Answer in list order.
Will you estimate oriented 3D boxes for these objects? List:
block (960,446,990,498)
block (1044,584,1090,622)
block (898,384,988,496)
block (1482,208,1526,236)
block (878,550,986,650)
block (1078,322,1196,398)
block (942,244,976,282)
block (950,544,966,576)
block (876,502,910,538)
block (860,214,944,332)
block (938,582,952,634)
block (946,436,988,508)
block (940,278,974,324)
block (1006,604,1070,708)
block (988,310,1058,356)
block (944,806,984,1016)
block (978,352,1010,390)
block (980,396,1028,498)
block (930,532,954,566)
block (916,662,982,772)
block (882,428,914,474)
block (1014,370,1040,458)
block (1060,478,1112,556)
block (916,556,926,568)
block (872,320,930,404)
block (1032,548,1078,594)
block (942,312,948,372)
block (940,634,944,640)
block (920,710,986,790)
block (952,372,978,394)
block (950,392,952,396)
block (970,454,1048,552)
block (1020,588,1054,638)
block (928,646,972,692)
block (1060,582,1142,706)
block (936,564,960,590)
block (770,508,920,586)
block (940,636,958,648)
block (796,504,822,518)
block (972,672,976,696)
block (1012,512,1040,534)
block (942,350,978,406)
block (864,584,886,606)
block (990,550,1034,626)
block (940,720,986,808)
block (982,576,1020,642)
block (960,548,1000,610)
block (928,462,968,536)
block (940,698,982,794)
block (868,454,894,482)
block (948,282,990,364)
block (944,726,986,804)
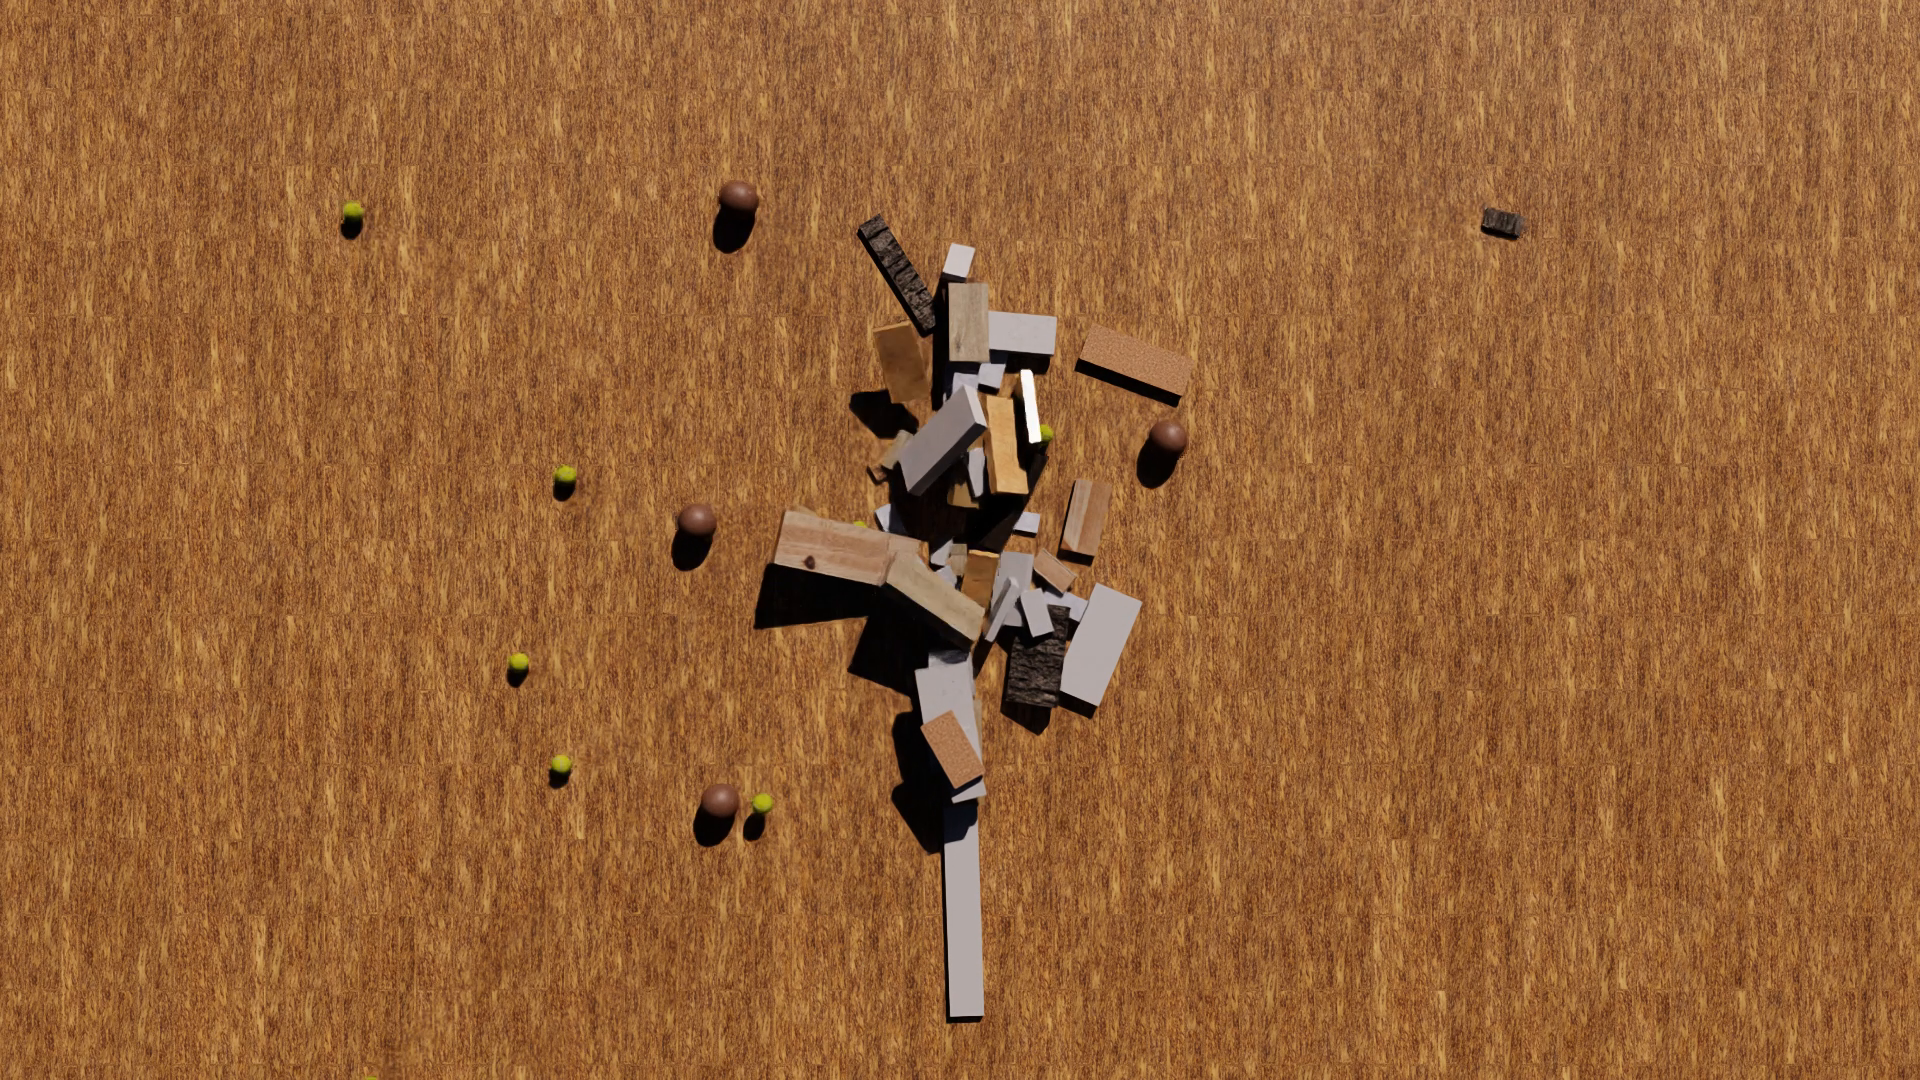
[{"bbox_3d":[0.055,-0.221,5.352,0.073,0.021,0.147,-28,115,-28],"label":"block"},{"bbox_3d":[0.347,0.208,5.466,0.149,0.021,0.074,25,90,19],"label":"block"},{"bbox_3d":[-0.060,-0.319,5.303,0.050,0.176,0.352,21,128,-36],"label":"block"},{"bbox_3d":[1.810,-1.059,5.491,0.130,0.018,0.065,15,90,0],"label":"block"},{"bbox_3d":[-0.089,0.194,5.326,0.352,0.176,0.050,35,126,-11],"label":"block"},{"bbox_3d":[0.588,-0.599,5.482,0.365,0.036,0.127,20,90,0],"label":"block"},{"bbox_3d":[-0.005,-0.913,5.436,0.081,0.023,0.162,14,47,1],"label":"block"},{"bbox_3d":[-0.007,0.067,5.492,0.055,0.016,0.110,2,90,0],"label":"block"},{"bbox_3d":[-0.225,-0.051,5.490,0.068,0.019,0.136,-24,90,0],"label":"block"},{"bbox_3d":[-0.191,-0.889,5.489,0.081,0.023,0.414,-32,90,0],"label":"block"},{"bbox_3d":[-0.038,0.250,5.454,0.101,0.029,0.203,-22,106,4],"label":"block"},{"bbox_3d":[0.033,-0.226,5.369,0.118,0.034,0.237,6,97,-36],"label":"block"},{"bbox_3d":[0.008,-0.747,5.426,0.110,0.031,0.221,-9,85,-4],"label":"block"},{"bbox_3d":[0.258,0.376,5.450,0.167,0.047,0.333,7,90,20],"label":"block"},{"bbox_3d":[0.189,-0.684,5.462,0.254,0.036,0.127,5,84,-1],"label":"block"},{"bbox_3d":[0.011,1.192,5.484,0.113,0.032,0.774,-2,90,0],"label":"block"},{"bbox_3d":[0.113,-0.591,5.489,0.081,0.023,0.162,15,90,0],"label":"block"},{"bbox_3d":[0.143,-0.304,5.371,0.130,0.037,0.324,4,73,-38],"label":"block"},{"bbox_3d":[-0.059,0.029,5.481,0.055,0.016,0.110,16,90,26],"label":"block"},{"bbox_3d":[-0.036,0.573,5.340,0.167,0.047,0.333,-9,95,1],"label":"block"},{"bbox_3d":[-0.198,-0.294,5.472,0.068,0.019,0.136,27,90,0],"label":"block"},{"bbox_3d":[0.220,-0.410,5.392,0.037,0.130,0.259,-3,69,-9],"label":"block"},{"bbox_3d":[0.418,-0.076,5.483,0.120,0.034,0.240,13,90,0],"label":"block"},{"bbox_3d":[-0.154,0.088,5.489,0.068,0.019,0.136,-35,90,3],"label":"block"},{"bbox_3d":[-0.189,-0.575,5.350,0.127,0.036,0.254,-12,115,6],"label":"block"},{"bbox_3d":[0.310,0.103,5.469,0.149,0.021,0.074,40,90,16],"label":"block"},{"bbox_3d":[0.002,-0.663,5.471,0.110,0.031,0.221,2,96,-3],"label":"block"},{"bbox_3d":[-0.018,0.336,5.452,0.088,0.025,0.176,-7,110,-1],"label":"block"},{"bbox_3d":[-0.022,0.669,5.276,0.113,0.032,0.226,-29,94,2],"label":"block"},{"bbox_3d":[0.013,-0.463,5.409,0.082,0.023,0.164,6,95,1],"label":"block"},{"bbox_3d":[0.006,-0.408,5.456,0.082,0.023,0.164,4,108,0],"label":"block"},{"bbox_3d":[0.161,-0.137,5.442,0.120,0.034,0.346,26,88,44],"label":"block"},{"bbox_3d":[0.251,0.236,5.397,0.074,0.021,0.148,-17,94,3],"label":"block"},{"bbox_3d":[-0.029,0.489,5.402,0.139,0.039,0.277,-2,102,0],"label":"block"},{"bbox_3d":[0.455,0.346,5.476,0.166,0.047,0.375,23,90,0],"label":"block"},{"bbox_3d":[-0.035,0.141,5.476,0.055,0.016,0.110,-27,108,0],"label":"block"},{"bbox_3d":[-0.371,0.035,5.381,0.462,0.050,0.176,13,91,-19],"label":"block"},{"bbox_3d":[-0.027,0.385,5.412,0.088,0.025,0.175,16,101,-4],"label":"block"},{"bbox_3d":[-0.488,-0.051,5.490,0.147,0.021,0.073,27,90,0],"label":"block"},{"bbox_3d":[-0.001,0.438,5.460,0.088,0.025,0.176,-7,109,0],"label":"block"},{"bbox_3d":[0.199,-0.066,5.491,0.128,0.018,0.064,11,90,0],"label":"block"},{"bbox_3d":[0.002,-0.513,5.457,0.110,0.031,0.221,4,104,0],"label":"block"},{"bbox_3d":[-0.259,0.154,5.491,0.064,0.018,0.128,42,90,0],"label":"block"},{"bbox_3d":[0.170,0.160,5.454,0.120,0.034,0.240,7,90,32],"label":"block"},{"bbox_3d":[0.001,0.732,5.397,0.139,0.039,0.277,-5,95,0],"label":"block"},{"bbox_3d":[0.132,0.226,5.395,0.029,0.101,0.203,24,101,-10],"label":"block"},{"bbox_3d":[0.061,0.132,5.436,0.101,0.029,0.203,9,118,-4],"label":"block"},{"bbox_3d":[-0.031,-0.140,5.446,0.118,0.034,0.237,7,109,0],"label":"block"},{"bbox_3d":[0.004,0.683,5.463,0.139,0.039,0.308,-1,83,0],"label":"block"},{"bbox_3d":[-0.235,-0.254,5.491,0.128,0.018,0.064,-30,90,0],"label":"block"},{"bbox_3d":[0.028,-0.709,5.390,0.130,0.037,0.259,0,85,-3],"label":"block"},{"bbox_3d":[0.004,0.723,5.313,0.113,0.032,0.226,-14,95,1],"label":"block"}]
